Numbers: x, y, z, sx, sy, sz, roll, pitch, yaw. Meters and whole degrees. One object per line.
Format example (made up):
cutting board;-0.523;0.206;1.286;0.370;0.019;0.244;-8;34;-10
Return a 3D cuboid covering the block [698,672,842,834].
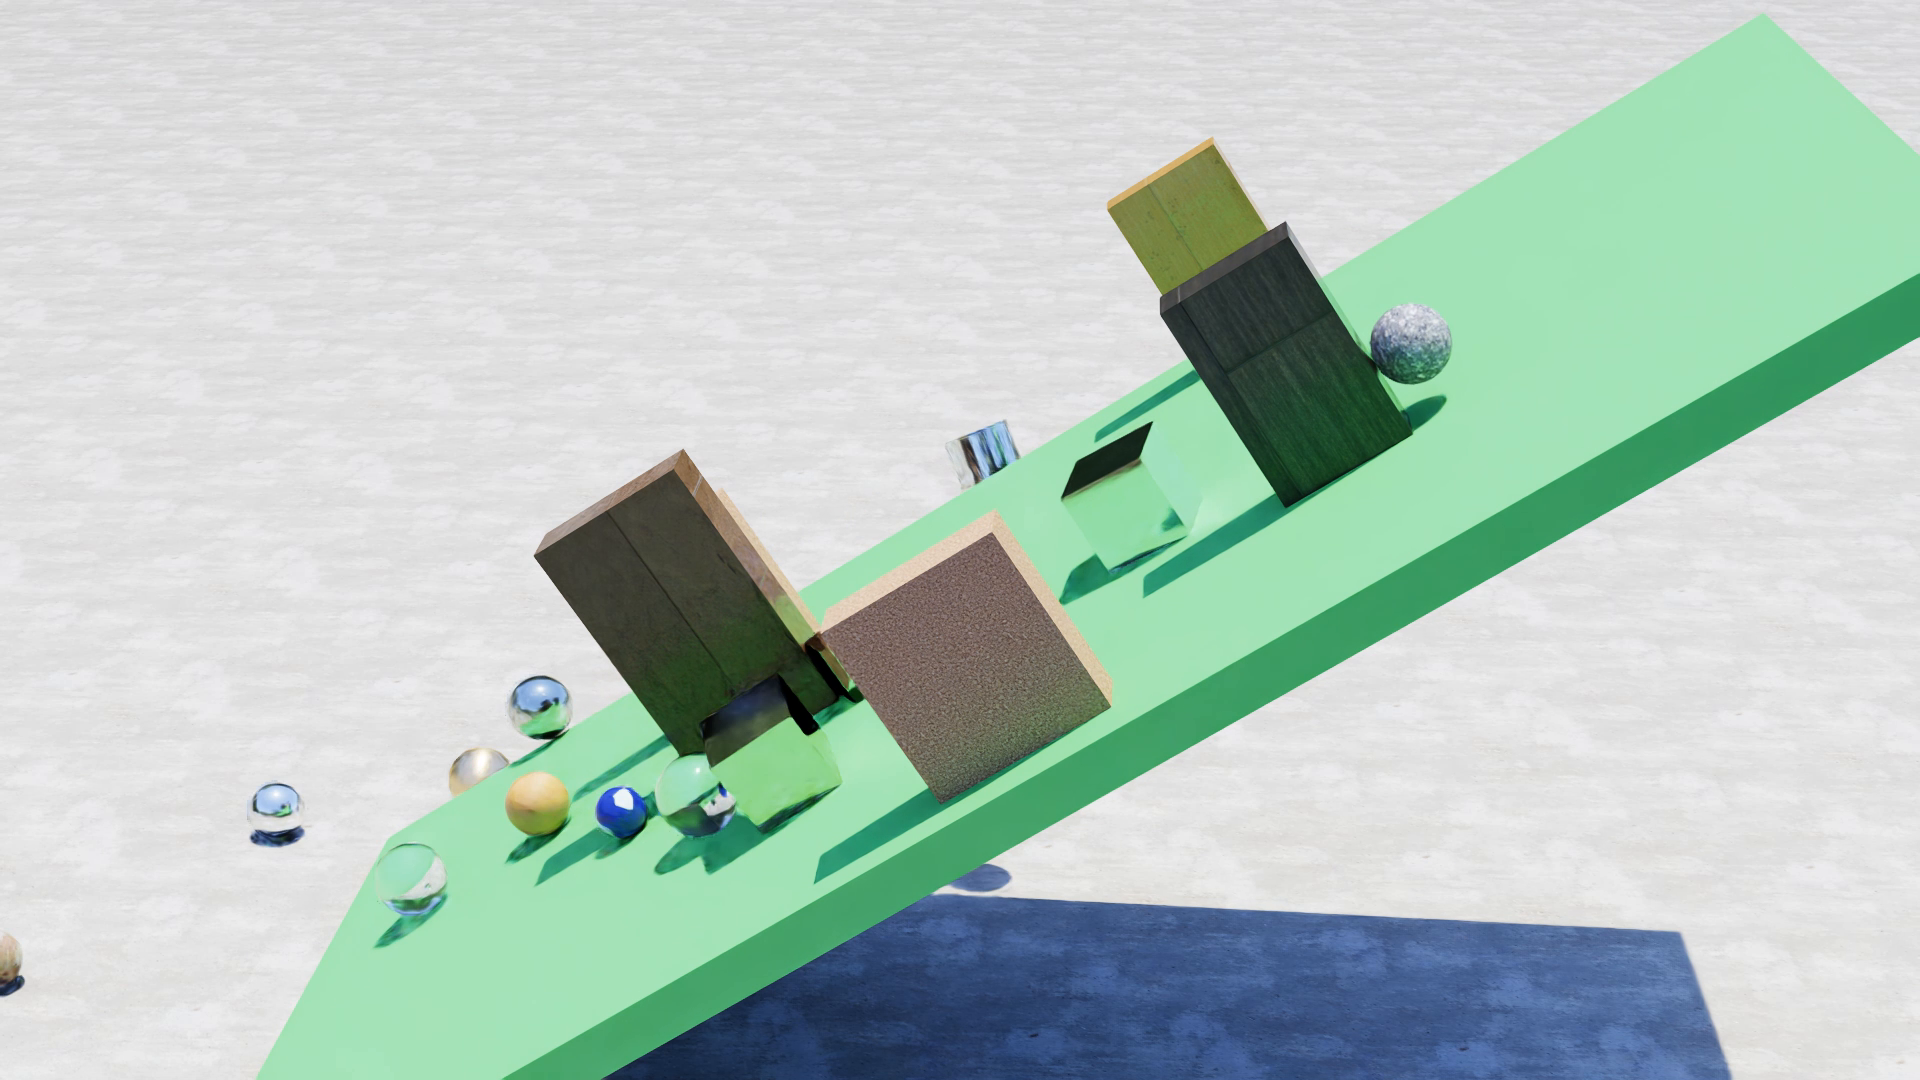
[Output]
block;-0.385;0.432;5.964;0.194;0.194;0.194;-33;27;4

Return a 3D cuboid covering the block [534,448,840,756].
block;-0.587;0.168;6.435;0.373;0.628;0.138;-31;15;14

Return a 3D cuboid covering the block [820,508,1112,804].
block;0.015;0.218;5.441;0.377;0.403;0.123;-31;15;14

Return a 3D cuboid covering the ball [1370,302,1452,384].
ball;0.879;-0.383;5.736;0.160;0.160;0.160;0;20;0

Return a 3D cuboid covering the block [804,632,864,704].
block;-0.224;0.246;6.365;0.143;0.143;0.143;-37;15;-10

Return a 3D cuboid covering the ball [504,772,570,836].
ball;-0.980;0.612;6.825;0.151;0.151;0.151;0;20;0

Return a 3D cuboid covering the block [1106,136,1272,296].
block;0.586;-0.668;6.858;0.288;0.454;0.082;-31;15;14

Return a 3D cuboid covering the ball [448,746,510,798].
ball;-1.304;0.654;8.017;0.179;0.179;0.179;0;20;0

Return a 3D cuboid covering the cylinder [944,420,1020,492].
cylinder;0.068;-0.193;7.364;0.167;0.167;0.167;-22;1;0

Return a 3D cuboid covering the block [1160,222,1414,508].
block;0.634;-0.340;5.724;0.287;0.466;0.123;-31;15;14

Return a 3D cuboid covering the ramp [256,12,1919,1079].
ramp;0.139;0.171;6.296;4.000;0.100;2.000;-31;15;14

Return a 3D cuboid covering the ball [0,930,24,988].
ball;-2.336;1.012;7.103;0.141;0.141;0.141;0;20;0

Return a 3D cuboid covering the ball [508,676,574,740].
ball;-1.079;0.432;7.567;0.169;0.169;0.169;0;20;0

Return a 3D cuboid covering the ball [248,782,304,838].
ball;-1.830;0.722;7.877;0.147;0.147;0.147;0;20;0

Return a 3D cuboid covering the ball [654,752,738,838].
ball;-0.545;0.529;6.108;0.177;0.177;0.177;0;20;0

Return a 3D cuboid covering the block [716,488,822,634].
block;-0.604;0.169;6.841;0.415;0.435;0.080;-31;15;14

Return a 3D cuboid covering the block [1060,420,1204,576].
block;0.356;-0.088;6.065;0.194;0.194;0.194;-28;16;24

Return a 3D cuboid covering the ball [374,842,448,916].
ball;-1.281;0.792;6.870;0.171;0.171;0.171;0;20;0

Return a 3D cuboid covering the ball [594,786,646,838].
ball;-0.744;0.596;6.446;0.113;0.113;0.113;0;20;0
